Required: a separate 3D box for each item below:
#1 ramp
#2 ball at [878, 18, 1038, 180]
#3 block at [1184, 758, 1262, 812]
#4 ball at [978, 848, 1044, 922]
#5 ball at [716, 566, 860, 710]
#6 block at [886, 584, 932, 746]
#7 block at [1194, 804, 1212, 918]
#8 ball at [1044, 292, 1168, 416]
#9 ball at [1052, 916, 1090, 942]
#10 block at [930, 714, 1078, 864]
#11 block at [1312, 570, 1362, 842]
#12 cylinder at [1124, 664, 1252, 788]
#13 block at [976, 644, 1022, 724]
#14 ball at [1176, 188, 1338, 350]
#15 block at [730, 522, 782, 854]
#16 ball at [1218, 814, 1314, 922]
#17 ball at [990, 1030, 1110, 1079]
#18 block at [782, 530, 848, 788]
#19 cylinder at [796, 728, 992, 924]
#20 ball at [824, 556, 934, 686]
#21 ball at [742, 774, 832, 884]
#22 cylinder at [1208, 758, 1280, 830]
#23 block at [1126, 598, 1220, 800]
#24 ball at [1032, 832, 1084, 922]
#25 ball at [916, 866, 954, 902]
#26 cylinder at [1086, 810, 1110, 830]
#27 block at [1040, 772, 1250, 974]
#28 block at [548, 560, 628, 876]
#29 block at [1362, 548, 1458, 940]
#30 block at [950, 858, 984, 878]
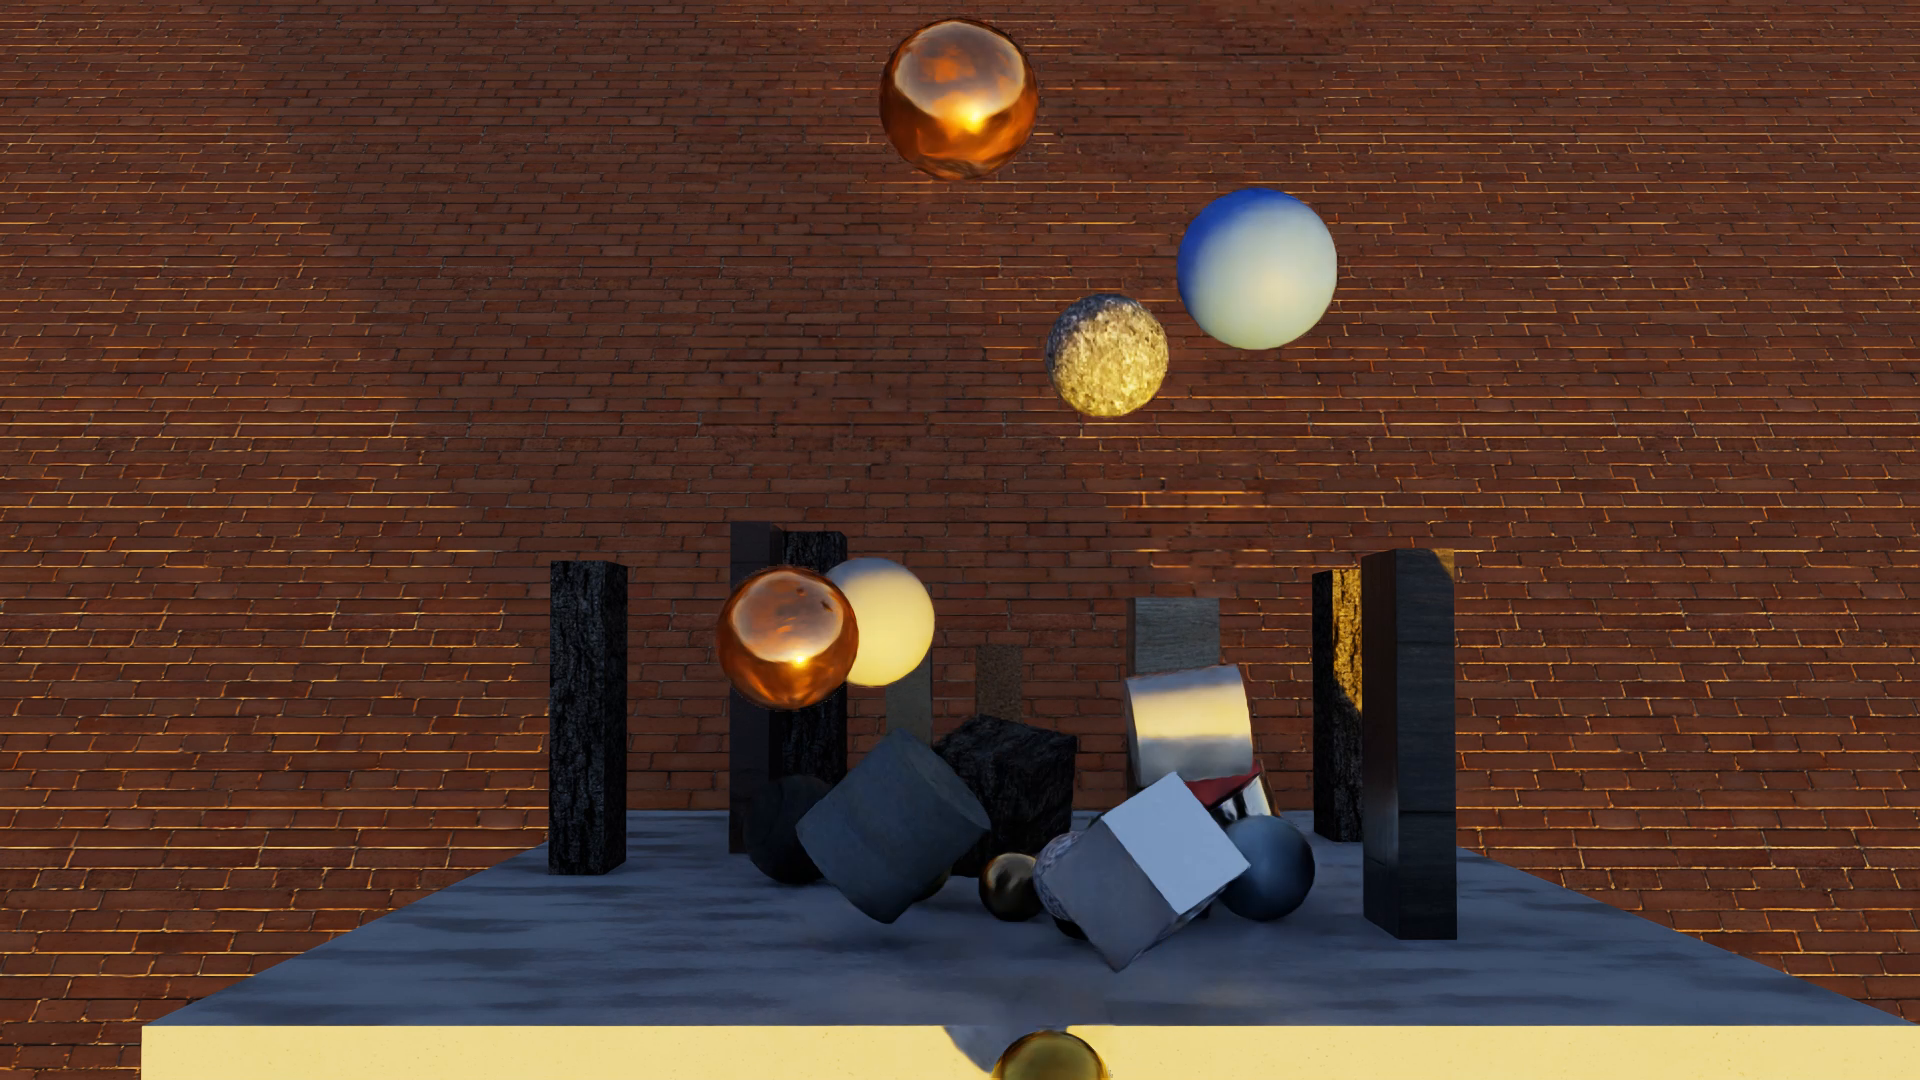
[{"bbox_3d":[0.081,0.683,4.918,2.000,0.100,4.000,0,-2,0],"label":"ramp"},{"bbox_3d":[-0.002,-0.463,2.736,0.169,0.169,0.169,0,37,0],"label":"ball"},{"bbox_3d":[0.401,0.376,4.315,0.128,0.128,0.128,-32,78,-11],"label":"block"},{"bbox_3d":[0.085,0.538,4.057,0.114,0.114,0.114,0,37,0],"label":"ball"},{"bbox_3d":[-0.188,0.106,2.830,0.156,0.156,0.156,0,37,0],"label":"ball"},{"bbox_3d":[-0.106,0.377,5.494,0.091,0.560,0.425,0,-2,0],"label":"block"},{"bbox_3d":[0.327,0.505,4.100,0.128,0.128,0.128,-1,47,24],"label":"block"},{"bbox_3d":[0.173,-0.218,3.071,0.146,0.146,0.146,0,37,0],"label":"ball"},{"bbox_3d":[0.187,0.526,3.773,0.113,0.113,0.113,0,37,0],"label":"ball"},{"bbox_3d":[0.067,0.415,4.278,0.181,0.181,0.181,12,19,24],"label":"block"},{"bbox_3d":[0.892,0.375,5.947,0.124,0.604,0.336,0,-2,0],"label":"block"},{"bbox_3d":[0.298,0.244,3.413,0.146,0.146,0.146,-7,37,-1],"label":"cylinder"},{"bbox_3d":[0.087,0.457,5.914,0.101,0.438,0.443,0,-2,0],"label":"block"},{"bbox_3d":[0.319,-0.291,2.797,0.173,0.173,0.173,0,37,0],"label":"ball"},{"bbox_3d":[-0.442,0.317,5.663,0.082,0.696,0.404,0,-2,0],"label":"block"},{"bbox_3d":[0.471,0.512,4.064,0.165,0.165,0.165,0,37,0],"label":"ball"},{"bbox_3d":[0.098,0.599,2.817,0.134,0.134,0.134,0,37,0],"label":"ball"},{"bbox_3d":[-0.356,0.340,6.279,0.148,0.704,0.415,0,-2,0],"label":"block"},{"bbox_3d":[-0.097,0.418,3.809,0.203,0.203,0.203,-44,43,7],"label":"cylinder"},{"bbox_3d":[-0.116,0.104,3.337,0.168,0.168,0.168,0,37,0],"label":"ball"},{"bbox_3d":[-0.297,0.525,4.725,0.199,0.199,0.199,0,37,0],"label":"ball"},{"bbox_3d":[0.464,0.487,4.481,0.175,0.175,0.175,-18,-5,-2],"label":"cylinder"},{"bbox_3d":[0.384,0.365,4.703,0.148,0.517,0.251,0,-2,0],"label":"block"},{"bbox_3d":[0.167,0.475,3.665,0.129,0.129,0.129,0,37,0],"label":"ball"},{"bbox_3d":[-0.090,0.527,4.364,0.164,0.164,0.164,0,37,0],"label":"ball"},{"bbox_3d":[0.315,0.526,4.386,0.158,0.158,0.158,-3,28,-47],"label":"cylinder"},{"bbox_3d":[0.222,0.397,3.115,0.146,0.146,0.146,-26,72,-44],"label":"block"},{"bbox_3d":[-0.725,0.343,5.091,0.104,0.594,0.335,0,-2,0],"label":"block"},{"bbox_3d":[0.684,0.306,3.983,0.085,0.572,0.334,0,-2,0],"label":"block"},{"bbox_3d":[0.035,0.535,5.007,0.202,0.202,0.202,2,-3,-41],"label":"block"}]
